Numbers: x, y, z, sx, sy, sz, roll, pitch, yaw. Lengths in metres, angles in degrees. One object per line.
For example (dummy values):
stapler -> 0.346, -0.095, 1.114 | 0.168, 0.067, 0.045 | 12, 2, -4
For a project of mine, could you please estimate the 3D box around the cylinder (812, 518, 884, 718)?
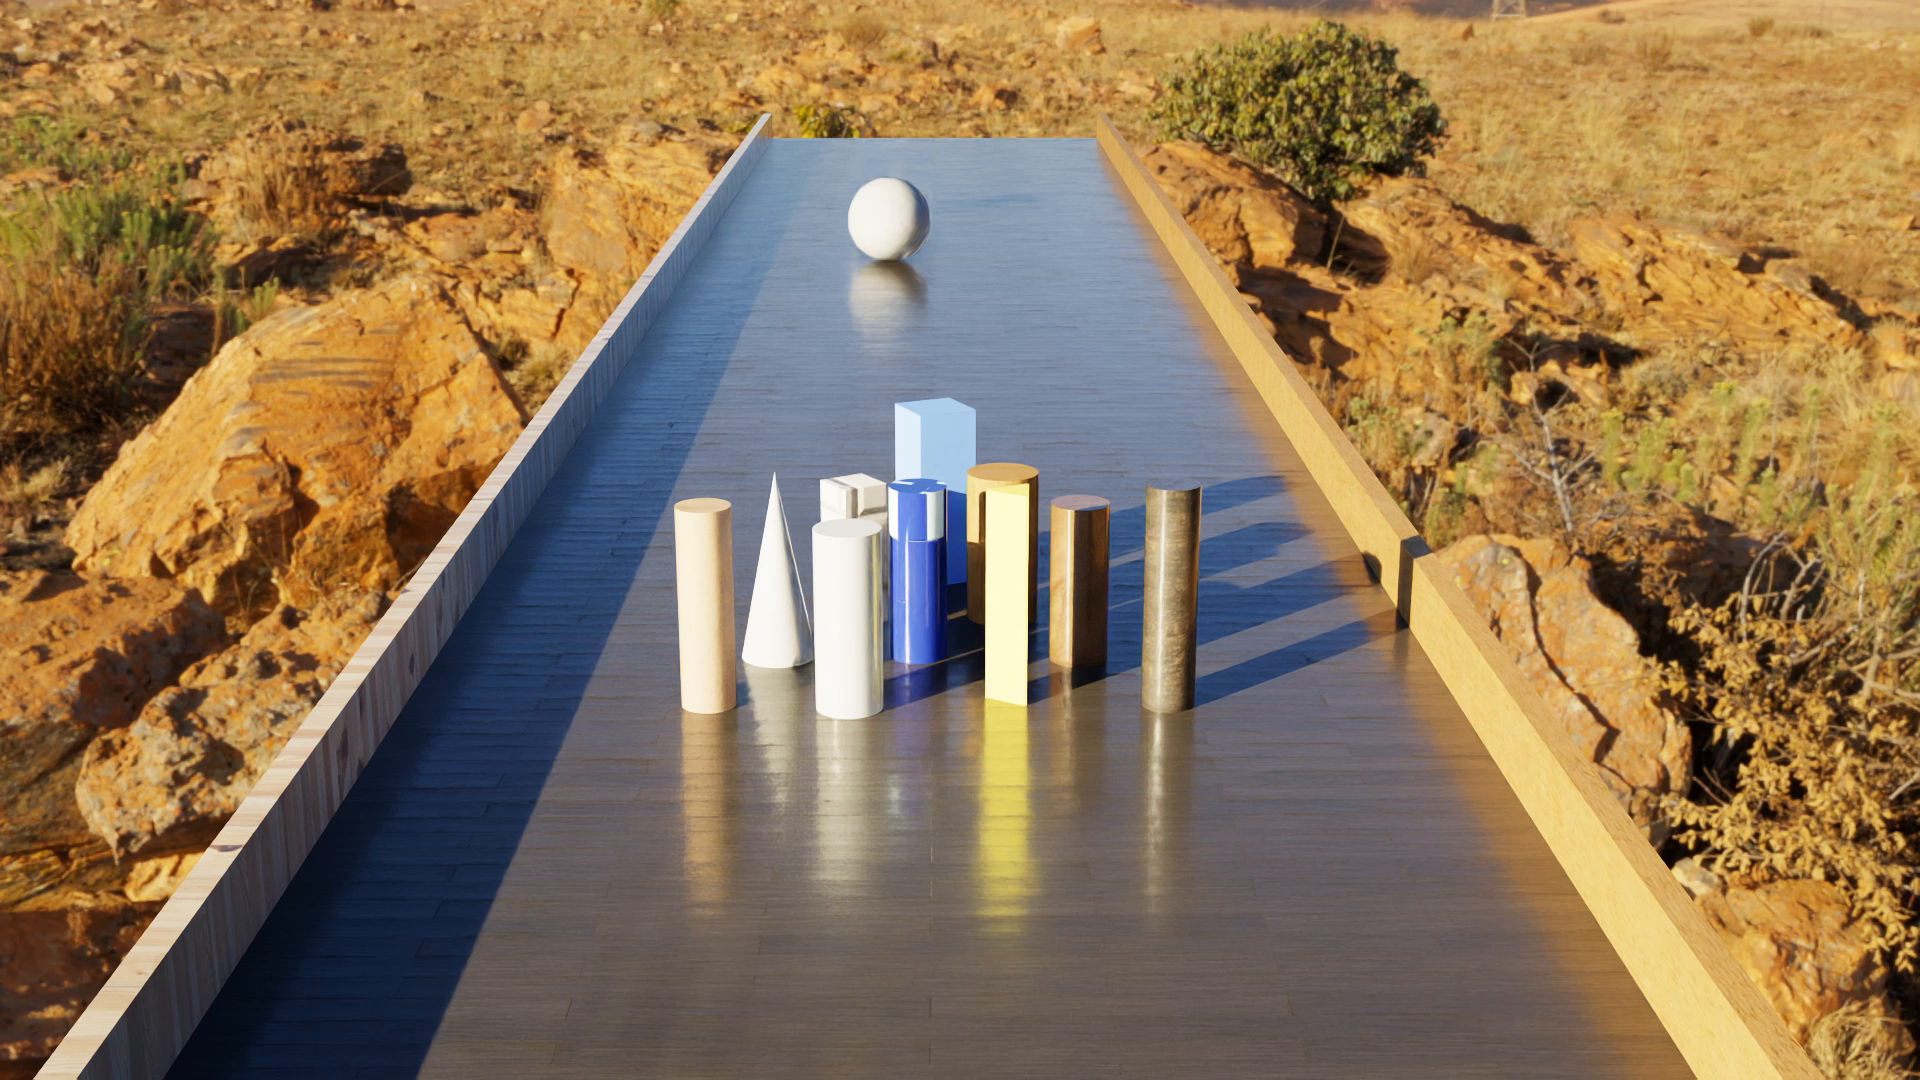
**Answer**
cylinder -> -0.209, 0.147, 4.115 | 0.128, 0.352, 0.128 | 0, 17, 0

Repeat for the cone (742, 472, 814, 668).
cone -> -0.365, 0.049, 4.389 | 0.150, 0.384, 0.150 | 0, 17, 0

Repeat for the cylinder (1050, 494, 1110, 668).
cylinder -> 0.238, 0.082, 4.384 | 0.117, 0.324, 0.117 | 0, 17, 0

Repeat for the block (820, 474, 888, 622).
block -> -0.221, 0.022, 4.625 | 0.101, 0.300, 0.101 | -11, 20, -32

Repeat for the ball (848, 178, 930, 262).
ball -> -0.293, -1.324, 9.078 | 0.342, 0.342, 0.342 | 0, 17, 0

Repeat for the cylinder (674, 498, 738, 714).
cylinder -> -0.476, 0.124, 4.125 | 0.105, 0.391, 0.105 | 0, 17, 0

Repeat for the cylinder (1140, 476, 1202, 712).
cylinder -> 0.395, 0.103, 4.120 | 0.102, 0.433, 0.102 | 0, 17, 0

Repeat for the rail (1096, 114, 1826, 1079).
rail -> 0.932, -0.844, 7.801 | 0.050, 0.150, 12.000 | 0, 17, -1

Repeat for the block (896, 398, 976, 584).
block -> -0.055, -0.106, 4.894 | 0.133, 0.392, 0.133 | -8, 18, -25

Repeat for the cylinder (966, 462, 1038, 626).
cylinder -> 0.089, 0.009, 4.642 | 0.150, 0.316, 0.150 | 0, 17, 0

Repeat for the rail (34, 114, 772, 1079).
rail -> -1.118, -0.838, 7.780 | 0.050, 0.150, 12.000 | 0, 17, -1

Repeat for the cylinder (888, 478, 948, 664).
cylinder -> -0.083, 0.062, 4.398 | 0.115, 0.353, 0.115 | 0, 17, 0

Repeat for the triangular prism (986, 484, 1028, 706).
triangular prism -> 0.107, 0.101, 4.166 | 0.090, 0.411, 0.078 | 10, 19, 31
